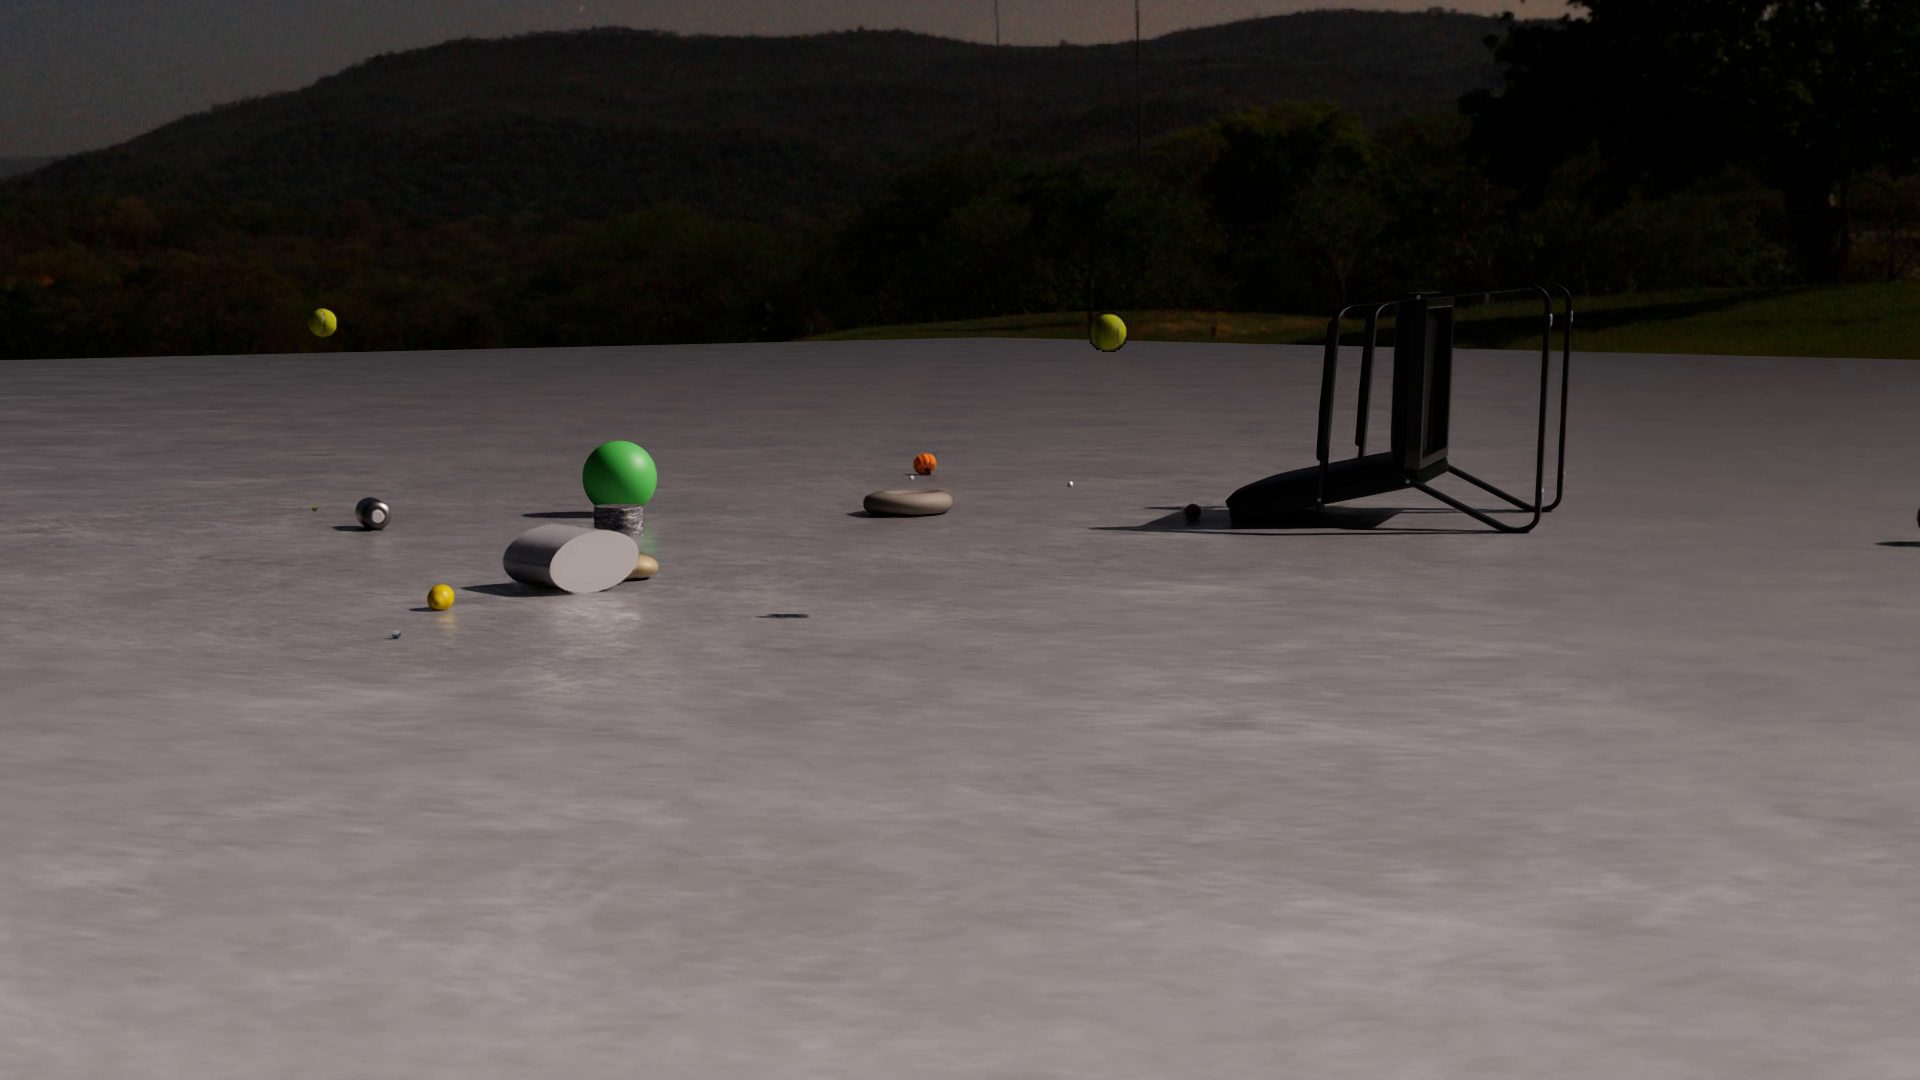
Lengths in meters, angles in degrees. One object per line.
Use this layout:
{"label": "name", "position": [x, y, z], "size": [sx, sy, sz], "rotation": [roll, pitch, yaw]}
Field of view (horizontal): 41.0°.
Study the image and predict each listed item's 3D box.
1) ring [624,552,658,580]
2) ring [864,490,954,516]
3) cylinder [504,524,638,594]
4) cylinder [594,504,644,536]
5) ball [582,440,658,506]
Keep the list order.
{"label": "ring", "position": [-0.809, 0.053, 5.631], "size": [0.322, 0.056, 0.181], "rotation": [3, 8, 22]}
{"label": "ring", "position": [-0.143, -0.104, 7.120], "size": [0.228, 0.062, 0.279], "rotation": [4, 7, 40]}
{"label": "cylinder", "position": [-0.820, 0.038, 5.409], "size": [0.223, 0.127, 0.179], "rotation": [-14, 14, -40]}
{"label": "cylinder", "position": [-0.870, -0.050, 6.538], "size": [0.122, 0.074, 0.126], "rotation": [-5, 8, -41]}
{"label": "ball", "position": [-0.939, -0.172, 7.081], "size": [0.205, 0.205, 0.205], "rotation": [0, 6, 0]}
